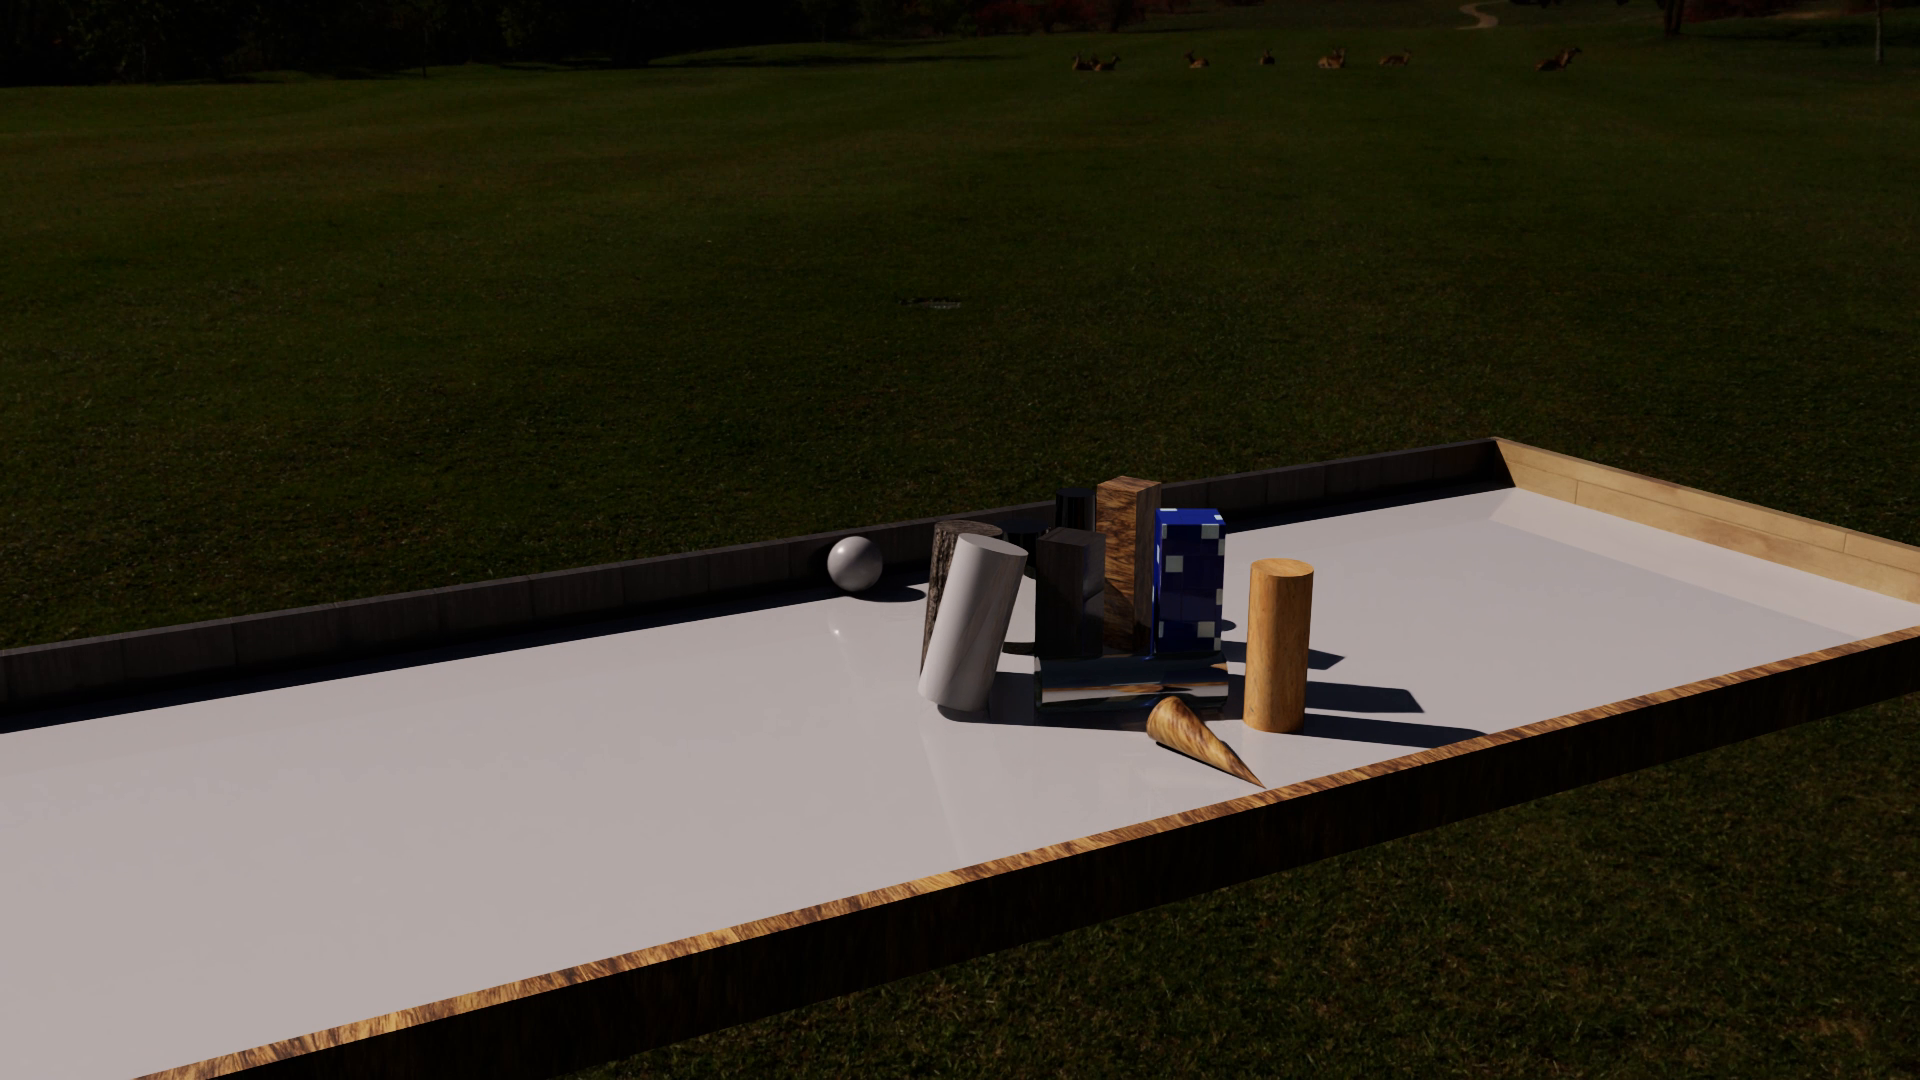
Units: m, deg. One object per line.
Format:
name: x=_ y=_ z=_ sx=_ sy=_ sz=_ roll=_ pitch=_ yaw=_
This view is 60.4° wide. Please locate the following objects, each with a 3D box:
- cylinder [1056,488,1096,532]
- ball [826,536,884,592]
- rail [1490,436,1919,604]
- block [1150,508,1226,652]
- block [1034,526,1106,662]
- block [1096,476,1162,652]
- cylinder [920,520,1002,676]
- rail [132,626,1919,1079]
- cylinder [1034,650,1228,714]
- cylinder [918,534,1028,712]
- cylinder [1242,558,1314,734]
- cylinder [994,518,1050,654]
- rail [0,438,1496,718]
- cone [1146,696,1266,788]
cylinder: x=0.320 y=0.037 z=4.605 sx=0.110 sy=0.352 sz=0.110 roll=0 pitch=16 yaw=0
ball: x=-0.307 y=0.071 z=4.824 sx=0.164 sy=0.164 sz=0.164 roll=0 pitch=16 yaw=0
rail: x=2.466 y=-0.048 z=5.253 sx=0.050 sy=0.150 sz=2.100 roll=-9 pitch=18 yaw=-27
block: x=0.561 y=0.150 z=4.077 sx=0.151 sy=0.431 sz=0.151 roll=0 pitch=16 yaw=0
block: x=0.273 y=0.172 z=4.103 sx=0.128 sy=0.377 sz=0.128 roll=9 pitch=19 yaw=28
block: x=0.442 y=0.063 z=4.362 sx=0.121 sy=0.438 sz=0.121 roll=12 pitch=20 yaw=36
cylinder: x=0.002 y=0.157 z=4.106 sx=0.169 sy=0.386 sz=0.169 roll=6 pitch=13 yaw=-1
rail: x=-2.336 y=1.006 z=1.665 sx=12.000 sy=0.150 sz=0.050 roll=-9 pitch=18 yaw=-27
cylinder: x=0.409 y=0.340 z=3.959 sx=0.446 sy=0.136 sz=0.136 roll=-2 pitch=16 yaw=-5
cylinder: x=0.030 y=0.196 z=3.940 sx=0.172 sy=0.390 sz=0.172 roll=15 pitch=10 yaw=-3
cylinder: x=0.741 y=0.245 z=3.844 sx=0.142 sy=0.381 sz=0.142 roll=0 pitch=16 yaw=0
cylinder: x=0.160 y=0.122 z=4.353 sx=0.146 sy=0.331 sz=0.146 roll=0 pitch=16 yaw=0
rail: x=-3.305 y=0.497 z=3.399 sx=12.000 sy=0.150 sz=0.050 roll=-9 pitch=18 yaw=-27
cone: x=0.564 y=0.471 z=3.652 sx=0.114 sy=0.114 sz=0.327 roll=-12 pitch=30 yaw=-34
